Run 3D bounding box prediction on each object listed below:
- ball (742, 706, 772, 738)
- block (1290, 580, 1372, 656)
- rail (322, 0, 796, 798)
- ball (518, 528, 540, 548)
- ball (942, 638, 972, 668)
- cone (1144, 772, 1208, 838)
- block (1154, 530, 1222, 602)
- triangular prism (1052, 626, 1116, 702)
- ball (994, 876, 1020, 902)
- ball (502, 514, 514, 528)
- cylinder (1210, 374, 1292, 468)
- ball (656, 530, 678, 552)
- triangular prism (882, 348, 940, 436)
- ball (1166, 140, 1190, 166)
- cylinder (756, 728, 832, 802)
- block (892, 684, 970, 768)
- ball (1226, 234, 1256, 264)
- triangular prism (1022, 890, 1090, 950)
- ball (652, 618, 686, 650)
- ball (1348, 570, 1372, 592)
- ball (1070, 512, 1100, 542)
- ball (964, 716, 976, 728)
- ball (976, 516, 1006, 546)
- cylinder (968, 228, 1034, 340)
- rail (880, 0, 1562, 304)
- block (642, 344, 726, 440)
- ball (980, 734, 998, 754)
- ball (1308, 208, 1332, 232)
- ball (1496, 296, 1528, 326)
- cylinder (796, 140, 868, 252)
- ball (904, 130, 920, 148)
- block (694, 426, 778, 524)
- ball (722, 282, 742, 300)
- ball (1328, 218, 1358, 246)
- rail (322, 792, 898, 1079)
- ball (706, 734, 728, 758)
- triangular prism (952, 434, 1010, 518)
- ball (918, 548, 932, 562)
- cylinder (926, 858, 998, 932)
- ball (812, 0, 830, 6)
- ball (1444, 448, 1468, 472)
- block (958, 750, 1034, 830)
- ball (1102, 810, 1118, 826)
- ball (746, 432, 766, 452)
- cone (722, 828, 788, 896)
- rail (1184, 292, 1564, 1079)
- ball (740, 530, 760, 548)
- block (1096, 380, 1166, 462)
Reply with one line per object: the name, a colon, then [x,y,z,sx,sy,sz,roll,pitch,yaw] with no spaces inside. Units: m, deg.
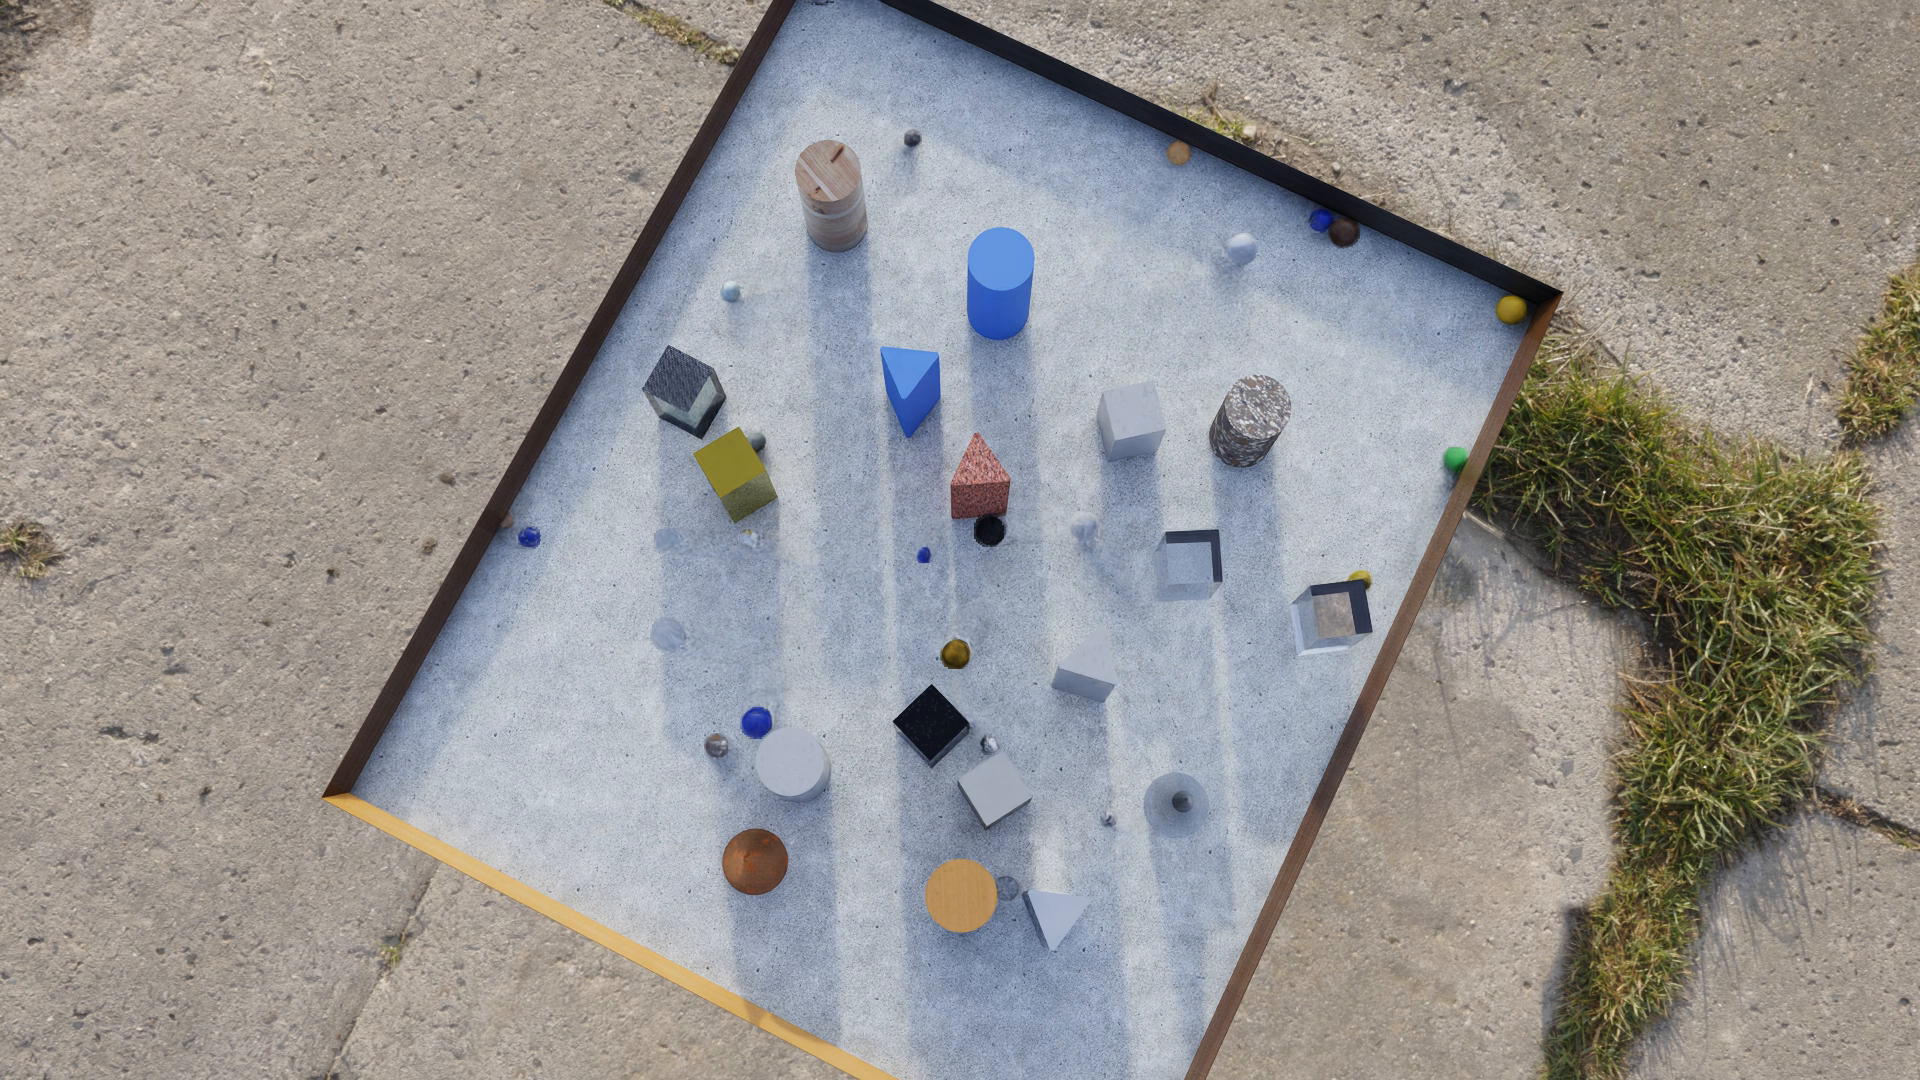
ball: [-0.603,0.541,5.457,0.092,0.092,0.092,0,78,0]
block: [1.088,0.231,5.395,0.156,0.339,0.156,-7,78,-1]
rail: [-1.158,-0.560,5.667,0.045,0.127,3.050,26,80,5]
ball: [-1.314,-0.007,5.586,0.062,0.062,0.062,0,78,0]
ball: [-0.010,0.341,5.502,0.087,0.087,0.087,0,78,0]
cone: [0.643,0.760,5.310,0.195,0.293,0.195,0,78,0]
block: [0.678,0.078,5.450,0.156,0.294,0.156,-3,78,-1]
triangular prism: [0.376,0.351,5.320,0.169,0.438,0.146,16,79,3]
ball: [0.136,1.021,5.367,0.074,0.074,0.074,0,78,0]
ball: [-1.385,-0.059,5.606,0.044,0.044,0.044,0,78,0]
cylinder: [0.869,-0.354,5.513,0.195,0.347,0.195,0,78,0]
ball: [-0.895,0.003,5.582,0.067,0.067,0.067,0,78,0]
triangular prism: [-0.170,-0.469,5.492,0.146,0.435,0.169,36,81,7]
ball: [0.696,-1.232,5.832,0.077,0.077,0.077,0,78,0]
cylinder: [-0.481,0.657,5.330,0.195,0.295,0.195,0,78,0]
block: [-0.083,0.547,5.359,0.156,0.283,0.156,-43,82,-8]
ball: [0.883,-0.916,5.760,0.090,0.090,0.090,0,78,0]
triangular prism: [0.241,1.036,5.155,0.146,0.483,0.169,38,81,7]
ball: [-0.875,0.284,5.508,0.097,0.097,0.097,0,78,0]
ball: [1.210,0.127,5.554,0.071,0.071,0.071,0,78,0]
ball: [0.381,-0.040,5.578,0.091,0.091,0.091,0,78,0]
ball: [0.027,0.546,5.483,0.040,0.040,0.040,0,78,0]
ball: [0.094,-0.028,5.576,0.091,0.091,0.091,0,78,0]
cylinder: [0.119,-0.769,5.540,0.195,0.462,0.195,0,78,0]
rail: [0.671,-1.308,5.822,2.637,0.127,0.045,26,80,5]
block: [-0.832,-0.444,5.553,0.156,0.305,0.156,28,80,5]
ball: [0.087,0.607,5.463,0.055,0.055,0.055,0,78,0]
ball: [1.138,-1.009,5.789,0.072,0.072,0.072,0,78,0]
ball: [1.723,-0.717,5.718,0.093,0.093,0.093,0,78,0]
cylinder: [-0.390,-1.048,5.618,0.195,0.421,0.195,0,78,0]
ball: [-0.155,-1.283,5.854,0.054,0.054,0.054,0,78,0]
block: [-0.668,-0.191,5.478,0.156,0.349,0.156,-31,80,-6]
ball: [-0.717,-0.781,5.748,0.060,0.060,0.060,0,78,0]
ball: [1.207,-0.970,5.771,0.091,0.091,0.091,0,78,0]
rail: [-0.671,1.322,5.277,2.637,0.127,0.045,26,80,5]
ball: [-0.723,0.614,5.454,0.070,0.070,0.070,0,78,0]
triangular prism: [0.053,-0.190,5.429,0.169,0.444,0.146,-5,78,-1]
ball: [-0.109,0.044,5.585,0.044,0.044,0.044,0,78,0]
cylinder: [0.003,1.005,5.164,0.195,0.478,0.195,0,78,0]
ball: [-0.452,-1.781,5.939,0.091,0.091,0.091,0,78,0]
ball: [1.523,-0.244,5.630,0.073,0.073,0.073,0,78,0]
block: [0.100,0.729,5.319,0.156,0.288,0.156,-32,80,-6]
ball: [0.442,0.825,5.422,0.047,0.047,0.047,0,78,0]
ball: [-0.629,-0.302,5.647,0.062,0.062,0.062,0,78,0]
cone: [-0.606,0.921,5.272,0.195,0.303,0.195,0,78,0]
rail: [1.158,0.574,5.432,0.045,0.127,3.050,26,80,5]
ball: [-0.641,-0.004,5.589,0.056,0.056,0.056,0,78,0]
block: [0.517,-0.358,5.555,0.156,0.265,0.156,-12,79,-3]
